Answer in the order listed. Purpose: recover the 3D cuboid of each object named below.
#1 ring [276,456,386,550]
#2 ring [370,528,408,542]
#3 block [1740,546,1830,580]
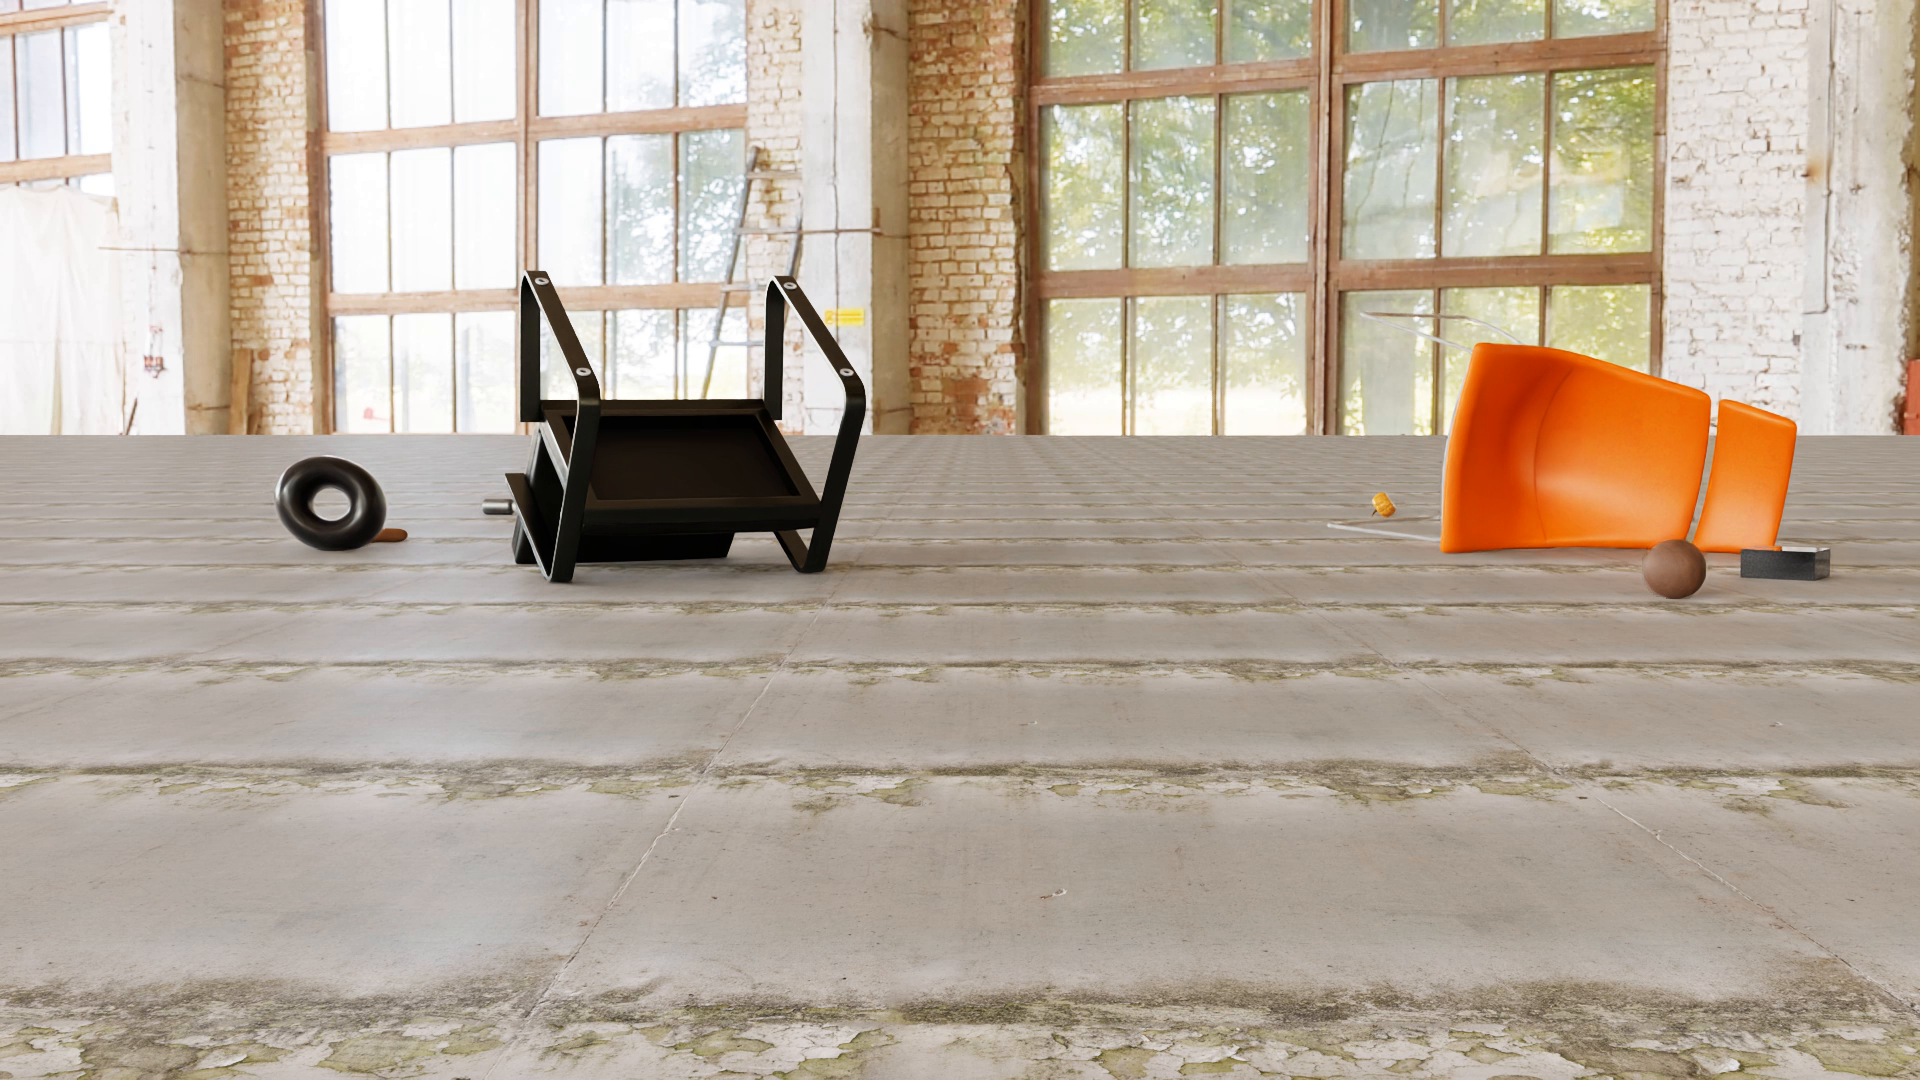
[{"bbox_3d":[-1.758,-0.101,6.147,0.311,0.265,0.169,22,-8,-3],"label":"ring"},{"bbox_3d":[-1.724,-0.015,6.492,0.185,0.038,0.115,1,3,-1],"label":"ring"},{"bbox_3d":[1.972,0.055,5.253,0.169,0.068,0.150,3,5,34],"label":"block"}]
